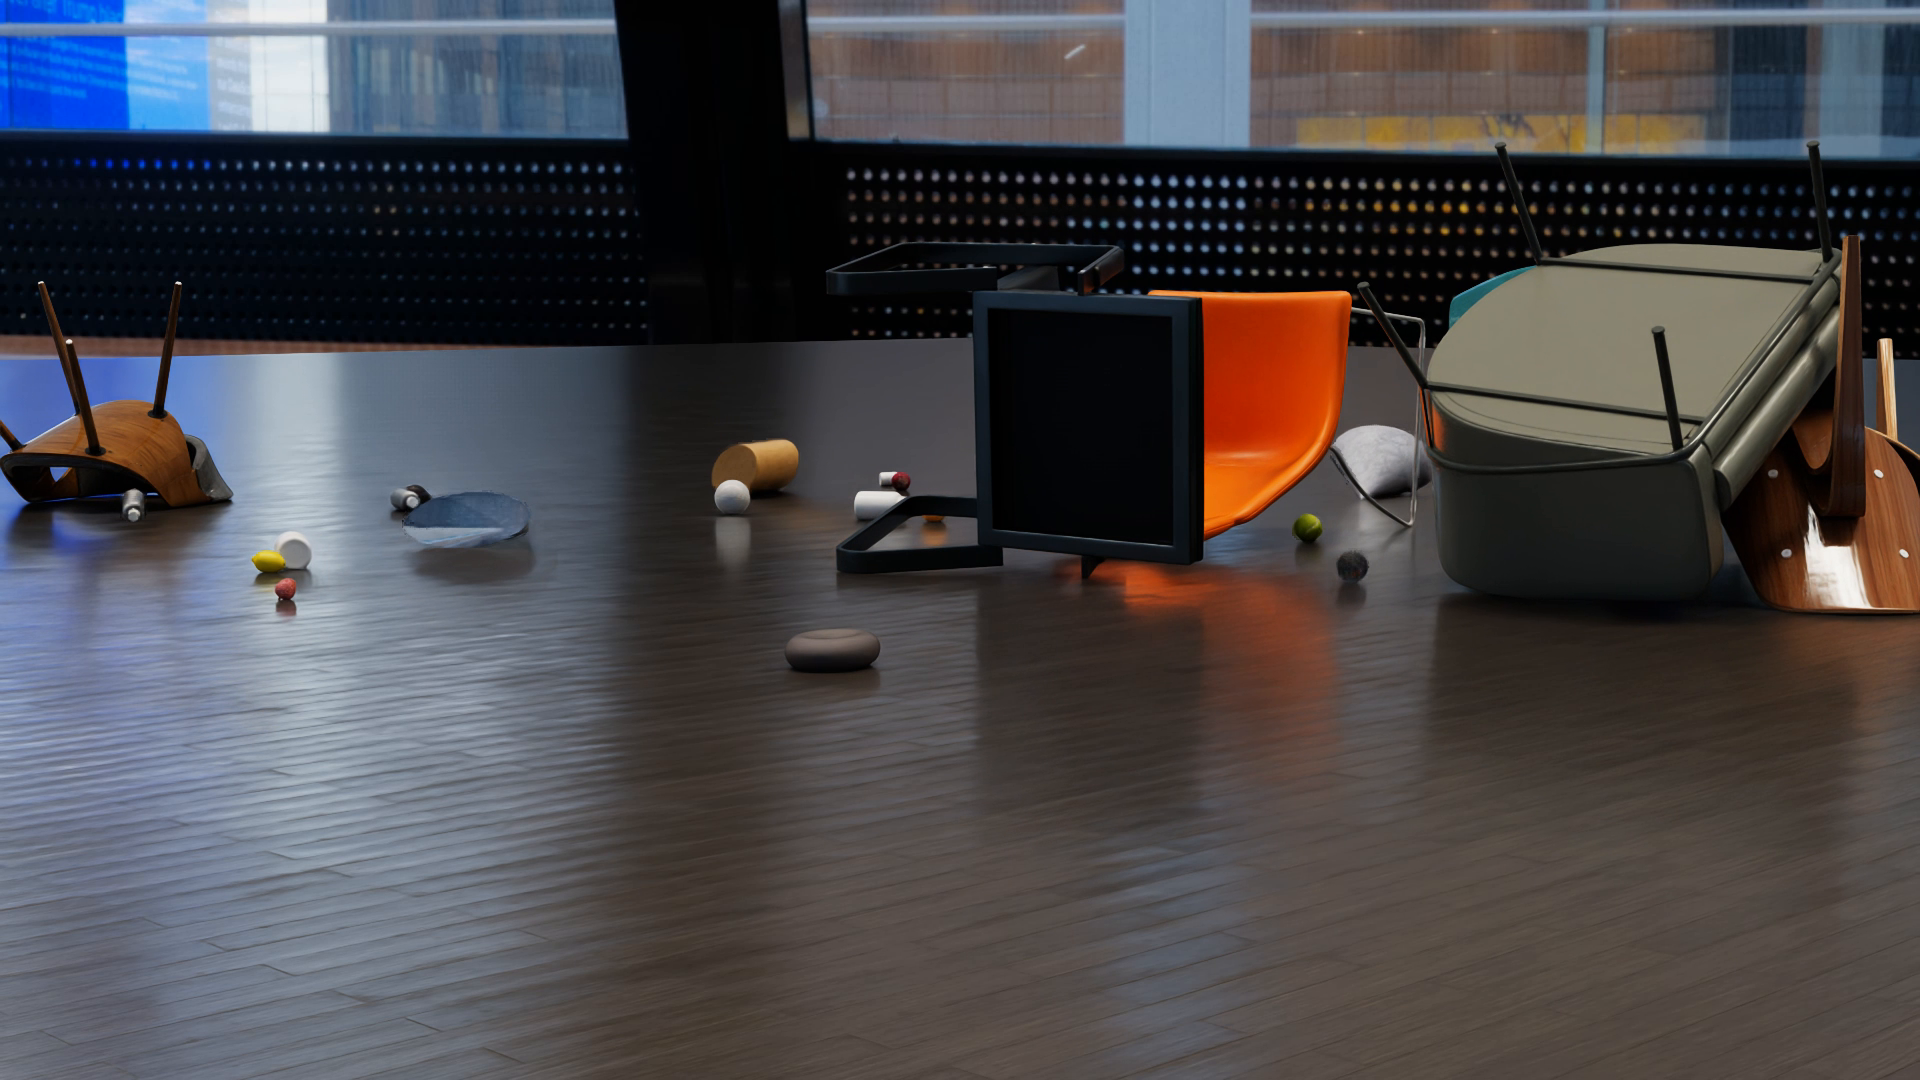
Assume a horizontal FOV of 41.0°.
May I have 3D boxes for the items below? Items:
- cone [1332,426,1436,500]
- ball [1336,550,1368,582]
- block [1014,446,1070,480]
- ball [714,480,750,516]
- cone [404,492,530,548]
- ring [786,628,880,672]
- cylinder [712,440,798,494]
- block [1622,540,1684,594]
[{"bbox_3d":[1.229,-0.180,7.644,0.331,0.244,0.212,4,37,29],"label":"cone"},{"bbox_3d":[0.846,0.057,5.530,0.067,0.067,0.067,0,6,0],"label":"ball"},{"bbox_3d":[0.270,-0.249,8.364,0.143,0.096,0.181,2,6,16],"label":"block"},{"bbox_3d":[-0.627,-0.117,7.070,0.099,0.099,0.099,0,6,0],"label":"ball"},{"bbox_3d":[-1.151,-0.032,6.388,0.333,0.134,0.347,-4,-7,15],"label":"cone"},{"bbox_3d":[-0.216,0.186,4.345,0.155,0.055,0.184,1,7,26],"label":"ring"},{"bbox_3d":[-0.615,-0.216,7.738,0.133,0.173,0.290,42,18,13],"label":"cylinder"},{"bbox_3d":[1.462,0.056,5.413,0.068,0.094,0.148,-1,6,-9],"label":"block"}]
